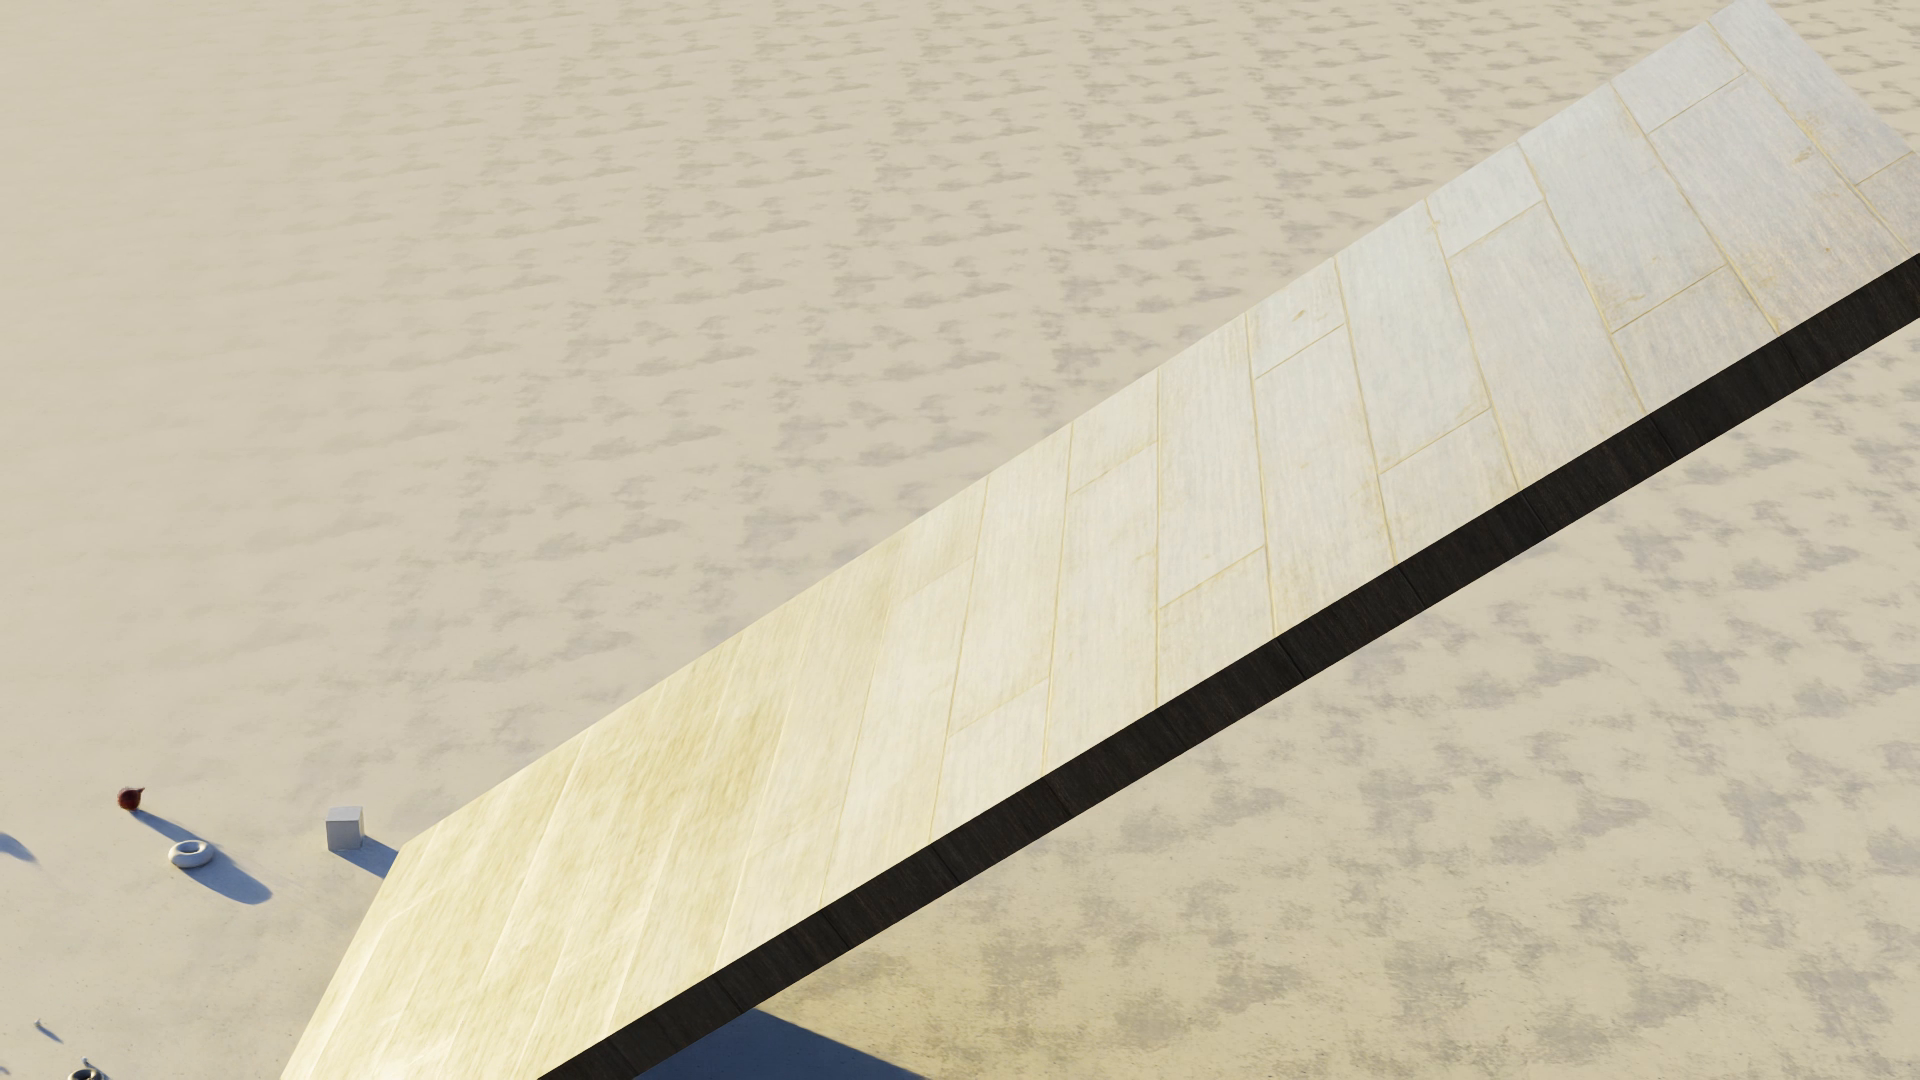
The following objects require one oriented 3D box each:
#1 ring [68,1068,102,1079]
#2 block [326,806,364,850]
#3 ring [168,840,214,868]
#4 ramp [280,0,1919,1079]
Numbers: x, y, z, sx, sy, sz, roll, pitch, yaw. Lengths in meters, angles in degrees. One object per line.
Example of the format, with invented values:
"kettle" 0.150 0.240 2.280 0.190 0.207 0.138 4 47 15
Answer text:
"ring" -2.019 1.245 6.783 0.078 0.026 0.078 -1 22 0
"block" -1.653 0.774 7.911 0.087 0.087 0.087 -1 21 -3
"ring" -2.045 0.835 7.823 0.116 0.039 0.116 1 21 0
"ramp" 0.136 0.173 6.304 4.000 0.100 2.000 -32 16 15
